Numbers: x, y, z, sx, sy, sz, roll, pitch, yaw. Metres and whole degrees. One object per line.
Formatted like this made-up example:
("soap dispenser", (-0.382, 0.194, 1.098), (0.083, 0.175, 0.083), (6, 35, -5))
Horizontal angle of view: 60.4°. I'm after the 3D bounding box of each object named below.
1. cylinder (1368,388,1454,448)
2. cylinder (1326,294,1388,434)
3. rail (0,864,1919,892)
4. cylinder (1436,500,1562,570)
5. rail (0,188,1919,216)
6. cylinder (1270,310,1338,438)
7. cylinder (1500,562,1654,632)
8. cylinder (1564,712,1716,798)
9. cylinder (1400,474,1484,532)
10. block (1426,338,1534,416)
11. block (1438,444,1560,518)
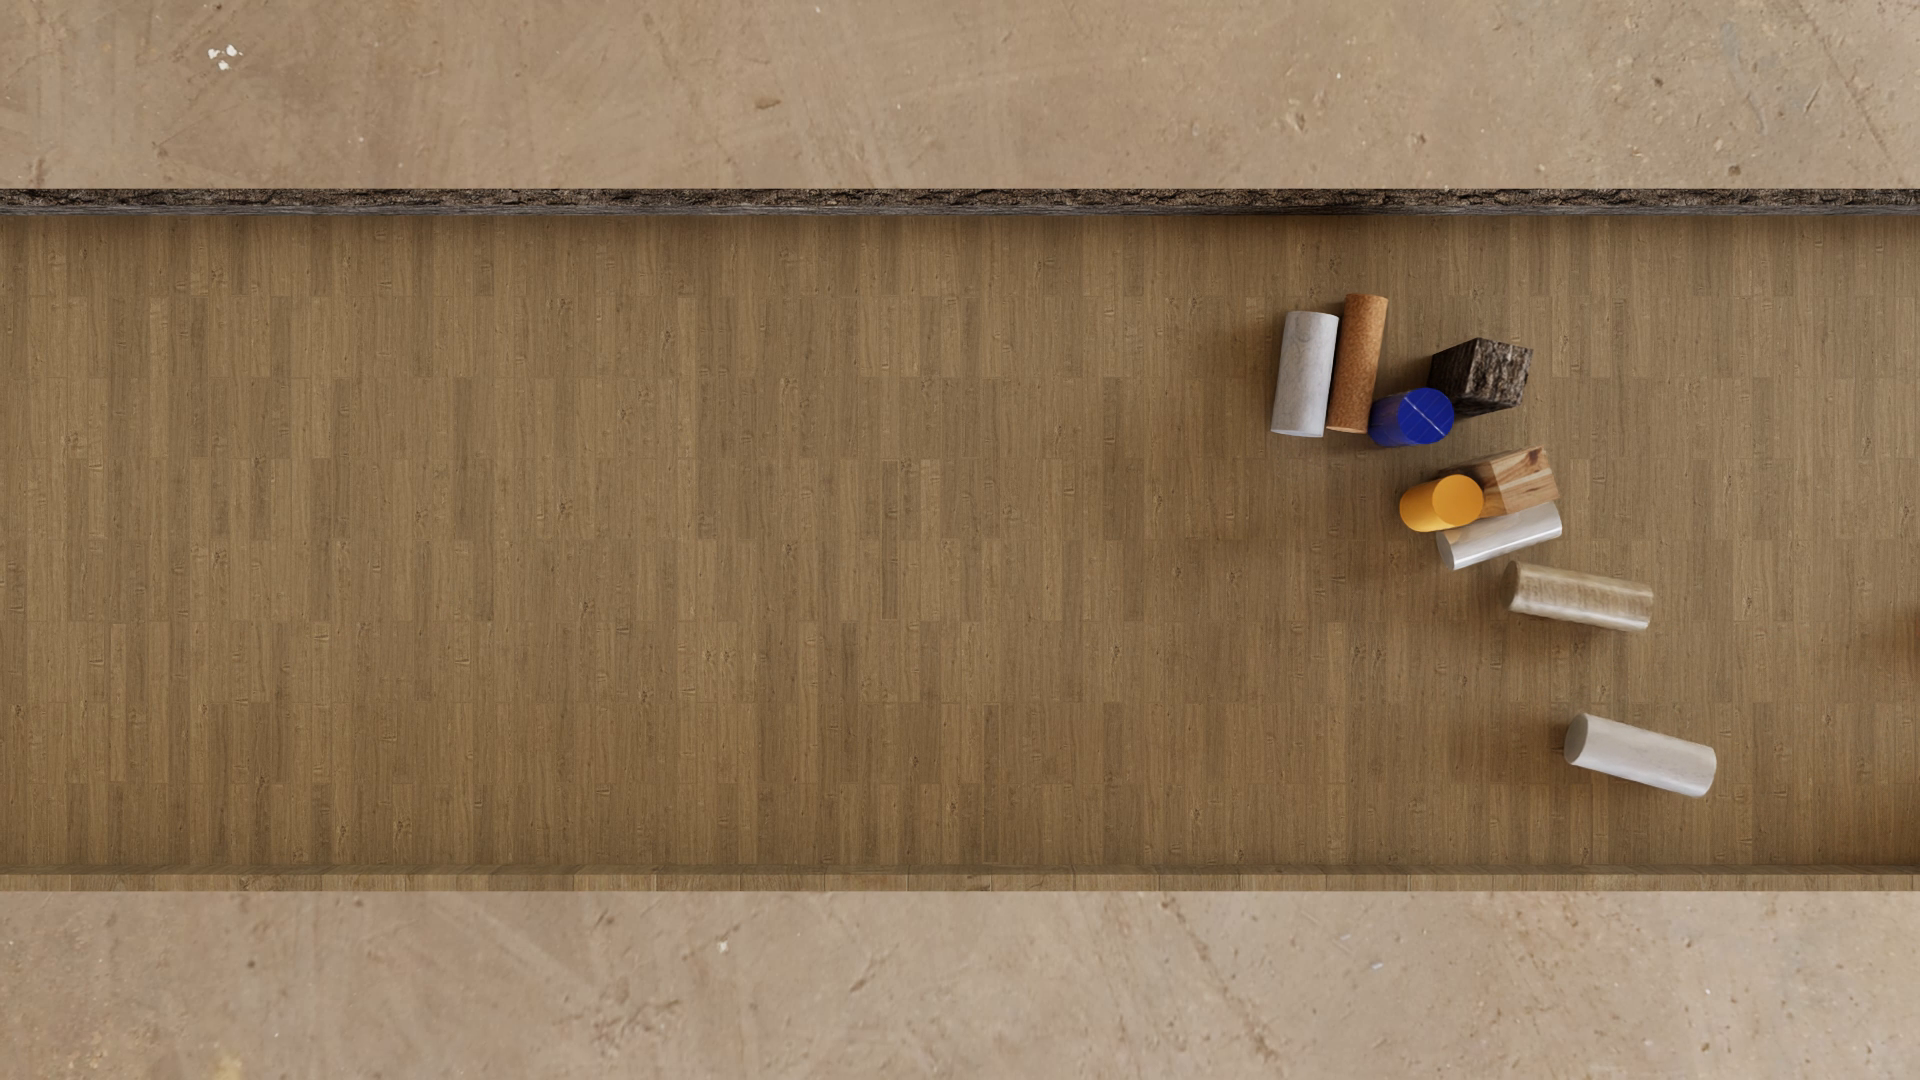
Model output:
("cylinder", (1.322, -0.358, 4.867), (0.160, 0.412, 0.160), (0, 92, 2))
("cylinder", (1.206, -0.535, 5.014), (0.125, 0.125, 0.406), (9, 90, 0))
("rail", (-2.247, 1.025, 5.001), (12.000, 0.150, 0.050), (0, 90, 0))
("cylinder", (1.635, -0.022, 5.009), (0.339, 0.135, 0.135), (-18, 90, 0))
("rail", (-2.247, -1.025, 5.002), (12.000, 0.150, 0.050), (0, 90, 0))
("cylinder", (1.044, -0.501, 4.998), (0.157, 0.157, 0.359), (8, 90, 0))
("cylinder", (1.866, 0.173, 5.001), (0.411, 0.151, 0.151), (10, 90, 0))
("cylinder", (2.057, 0.651, 4.997), (0.397, 0.159, 0.159), (15, 90, 0))
("cylinder", (1.427, -0.107, 4.902), (0.148, 0.343, 0.148), (0, 87, -1))
("block", (1.517, -0.475, 4.857), (0.161, 0.440, 0.161), (13, 90, 0))
("block", (1.583, -0.166, 4.866), (0.160, 0.411, 0.160), (-18, 90, -4))
